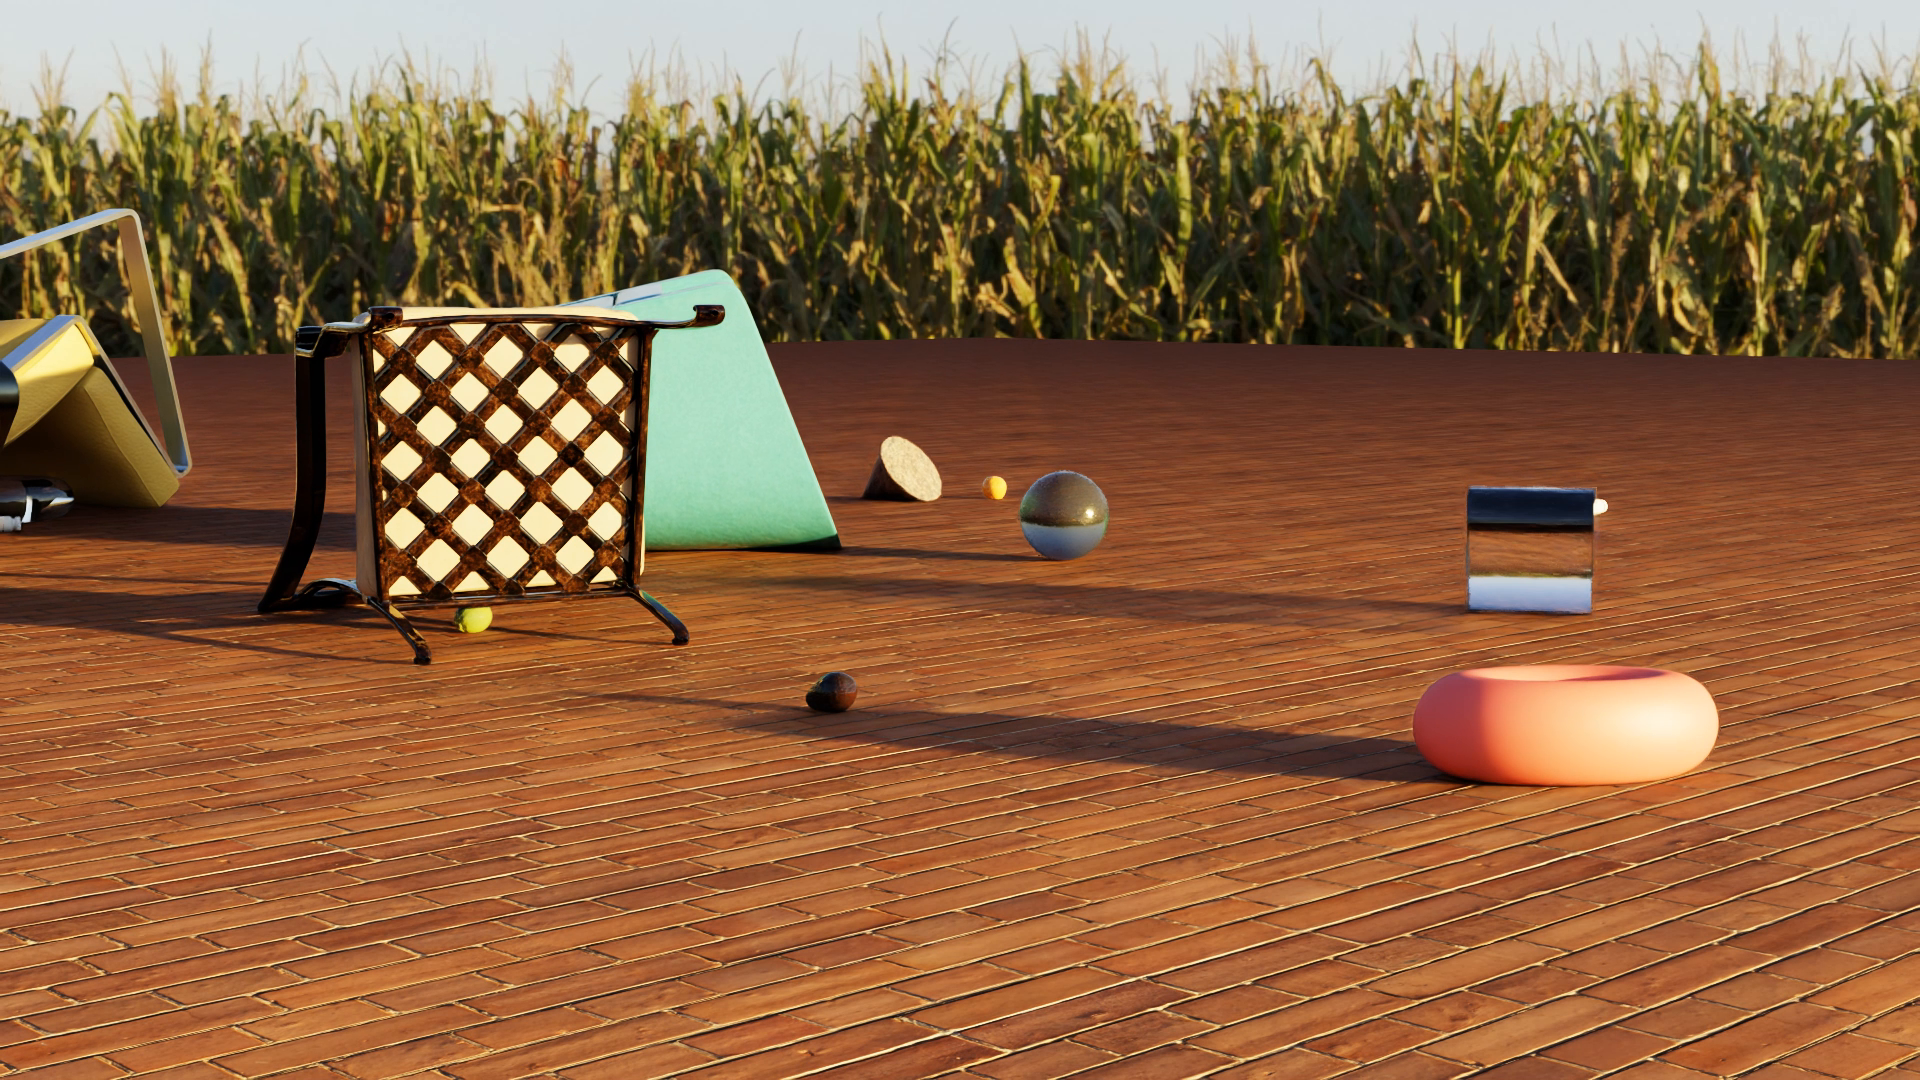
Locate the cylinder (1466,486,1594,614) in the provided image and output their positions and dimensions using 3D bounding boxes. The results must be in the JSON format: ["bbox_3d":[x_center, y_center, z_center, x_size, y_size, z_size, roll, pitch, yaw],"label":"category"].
[{"bbox_3d":[1.105,0.021,4.972,0.234,0.189,0.306,1,-39,13],"label":"cylinder"}]

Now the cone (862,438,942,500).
[{"bbox_3d":[-0.217,-0.168,7.582,0.242,0.172,0.223,39,-45,-25],"label":"cone"}]

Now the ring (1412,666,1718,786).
[{"bbox_3d":[0.803,0.244,3.400,0.421,0.136,0.250,-1,4,-12],"label":"ring"}]

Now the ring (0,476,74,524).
[{"bbox_3d":[-2.598,-0.112,6.957,0.370,0.113,0.397,-2,5,-26],"label":"ring"}]

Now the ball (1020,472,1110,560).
[{"bbox_3d":[0.242,-0.056,5.938,0.208,0.208,0.208,0,6,0],"label":"ball"}]
